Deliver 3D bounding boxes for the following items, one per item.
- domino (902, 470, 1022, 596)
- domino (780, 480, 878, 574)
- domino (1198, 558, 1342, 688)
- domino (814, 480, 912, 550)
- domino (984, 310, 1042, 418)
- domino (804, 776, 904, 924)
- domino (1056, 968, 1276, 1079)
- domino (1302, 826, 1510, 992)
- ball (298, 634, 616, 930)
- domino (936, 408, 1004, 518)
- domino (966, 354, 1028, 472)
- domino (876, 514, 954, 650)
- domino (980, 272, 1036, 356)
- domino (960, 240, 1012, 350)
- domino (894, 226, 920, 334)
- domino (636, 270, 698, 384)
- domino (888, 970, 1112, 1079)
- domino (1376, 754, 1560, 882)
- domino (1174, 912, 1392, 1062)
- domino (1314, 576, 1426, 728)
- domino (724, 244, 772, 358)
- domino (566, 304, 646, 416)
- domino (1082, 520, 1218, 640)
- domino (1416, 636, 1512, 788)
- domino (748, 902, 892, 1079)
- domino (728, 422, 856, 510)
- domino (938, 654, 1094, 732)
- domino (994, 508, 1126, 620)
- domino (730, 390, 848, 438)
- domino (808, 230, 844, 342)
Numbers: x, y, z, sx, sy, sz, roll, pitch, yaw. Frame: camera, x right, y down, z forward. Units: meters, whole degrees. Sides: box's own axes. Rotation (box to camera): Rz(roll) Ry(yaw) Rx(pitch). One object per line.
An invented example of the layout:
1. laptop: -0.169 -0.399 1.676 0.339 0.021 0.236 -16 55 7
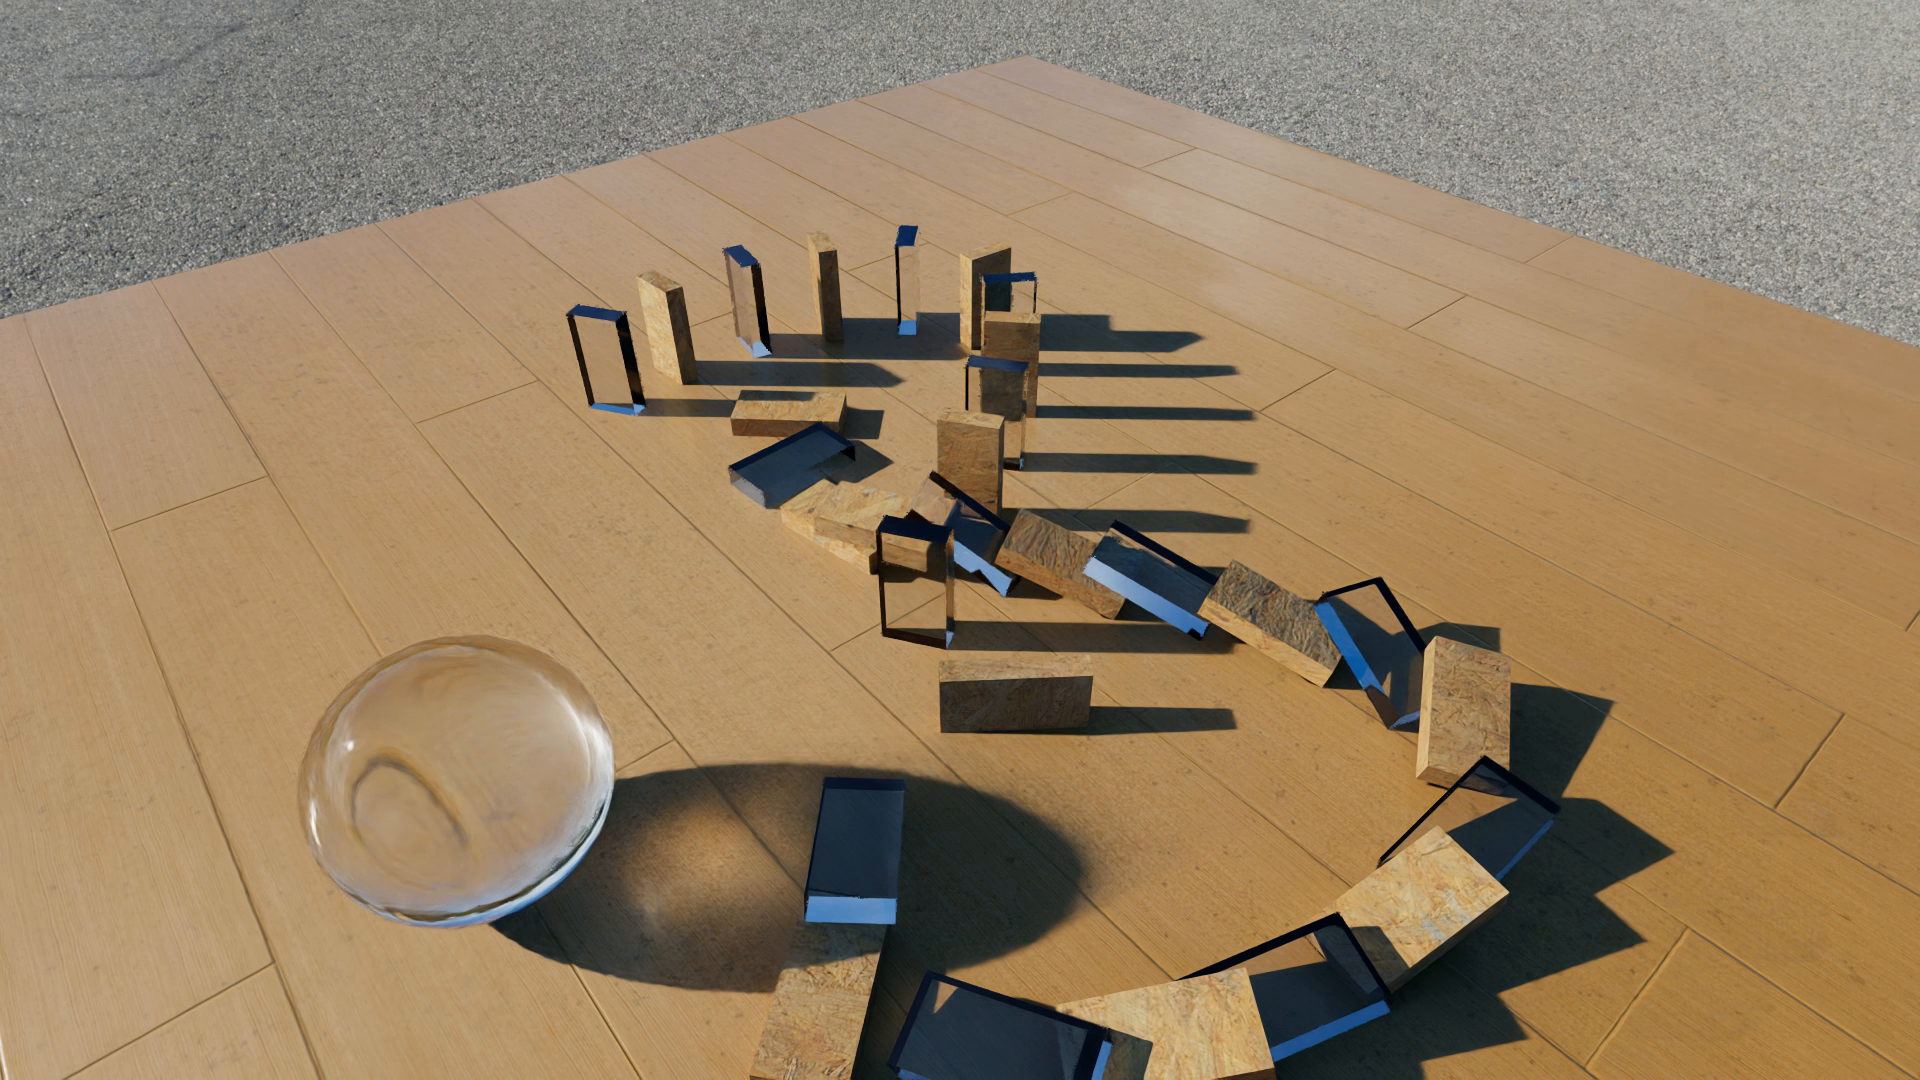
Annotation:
1. domino: 0.003 -0.003 0.426 0.050 0.010 0.025 35 43 -10
2. domino: -0.047 -0.006 0.451 0.050 0.010 0.025 28 47 30
3. domino: 0.115 0.030 0.399 0.050 0.010 0.025 32 48 16
4. domino: -0.030 -0.007 0.437 0.050 0.009 0.025 14 42 16
5. domino: 0.024 -0.081 0.510 0.025 0.050 0.010 4 39 4
6. domino: -0.030 0.090 0.325 0.025 0.010 0.050 2 27 -1
7. domino: 0.051 0.127 0.278 0.050 0.010 0.025 -14 42 6
8. domino: 0.123 0.104 0.305 0.050 0.010 0.025 -31 46 -11
9. ball: -0.138 0.066 0.307 0.080 0.080 0.080 0 39 0
10. domino: 0.004 -0.028 0.446 0.025 0.050 0.010 10 40 12
11. domino: 0.016 -0.055 0.478 0.025 0.050 0.010 9 40 11
12. domino: -0.016 0.016 0.392 0.025 0.050 0.009 11 41 13
13. domino: 0.024 -0.106 0.541 0.025 0.050 0.009 -5 40 -6
14. domino: 0.013 -0.125 0.564 0.025 0.050 0.010 -25 46 -28
15. domino: -0.027 -0.136 0.578 0.009 0.050 0.025 2 39 3
16. domino: -0.143 -0.104 0.538 0.025 0.050 0.009 32 49 33
17. domino: 0.010 0.129 0.276 0.050 0.010 0.025 8 49 25
18. domino: 0.150 0.089 0.326 0.050 0.010 0.025 -36 50 -18
19. domino: 0.083 0.120 0.288 0.050 0.009 0.025 -21 42 -5
20. domino: 0.148 0.039 0.384 0.025 0.009 0.050 -14 59 -17
21. domino: -0.108 -0.121 0.559 0.010 0.050 0.025 -20 44 -23
22. domino: -0.165 -0.083 0.513 0.025 0.050 0.010 11 41 13
23. domino: 0.074 0.015 0.414 0.050 0.009 0.025 30 46 9
24. domino: 0.166 0.058 0.361 0.025 0.010 0.050 16 55 8
25. domino: -0.036 0.122 0.294 0.025 0.010 0.050 6 40 7
26. domino: -0.074 -0.033 0.484 0.050 0.010 0.025 -32 49 -33
27. domino: 0.018 0.052 0.368 0.050 0.025 0.009 -2 39 -2
28. domino: 0.041 0.009 0.421 0.050 0.009 0.025 25 43 3
29. domino: -0.080 -0.059 0.516 0.050 0.010 0.025 2 39 2
30. domino: -0.070 -0.132 0.573 0.010 0.050 0.025 -12 41 -14
